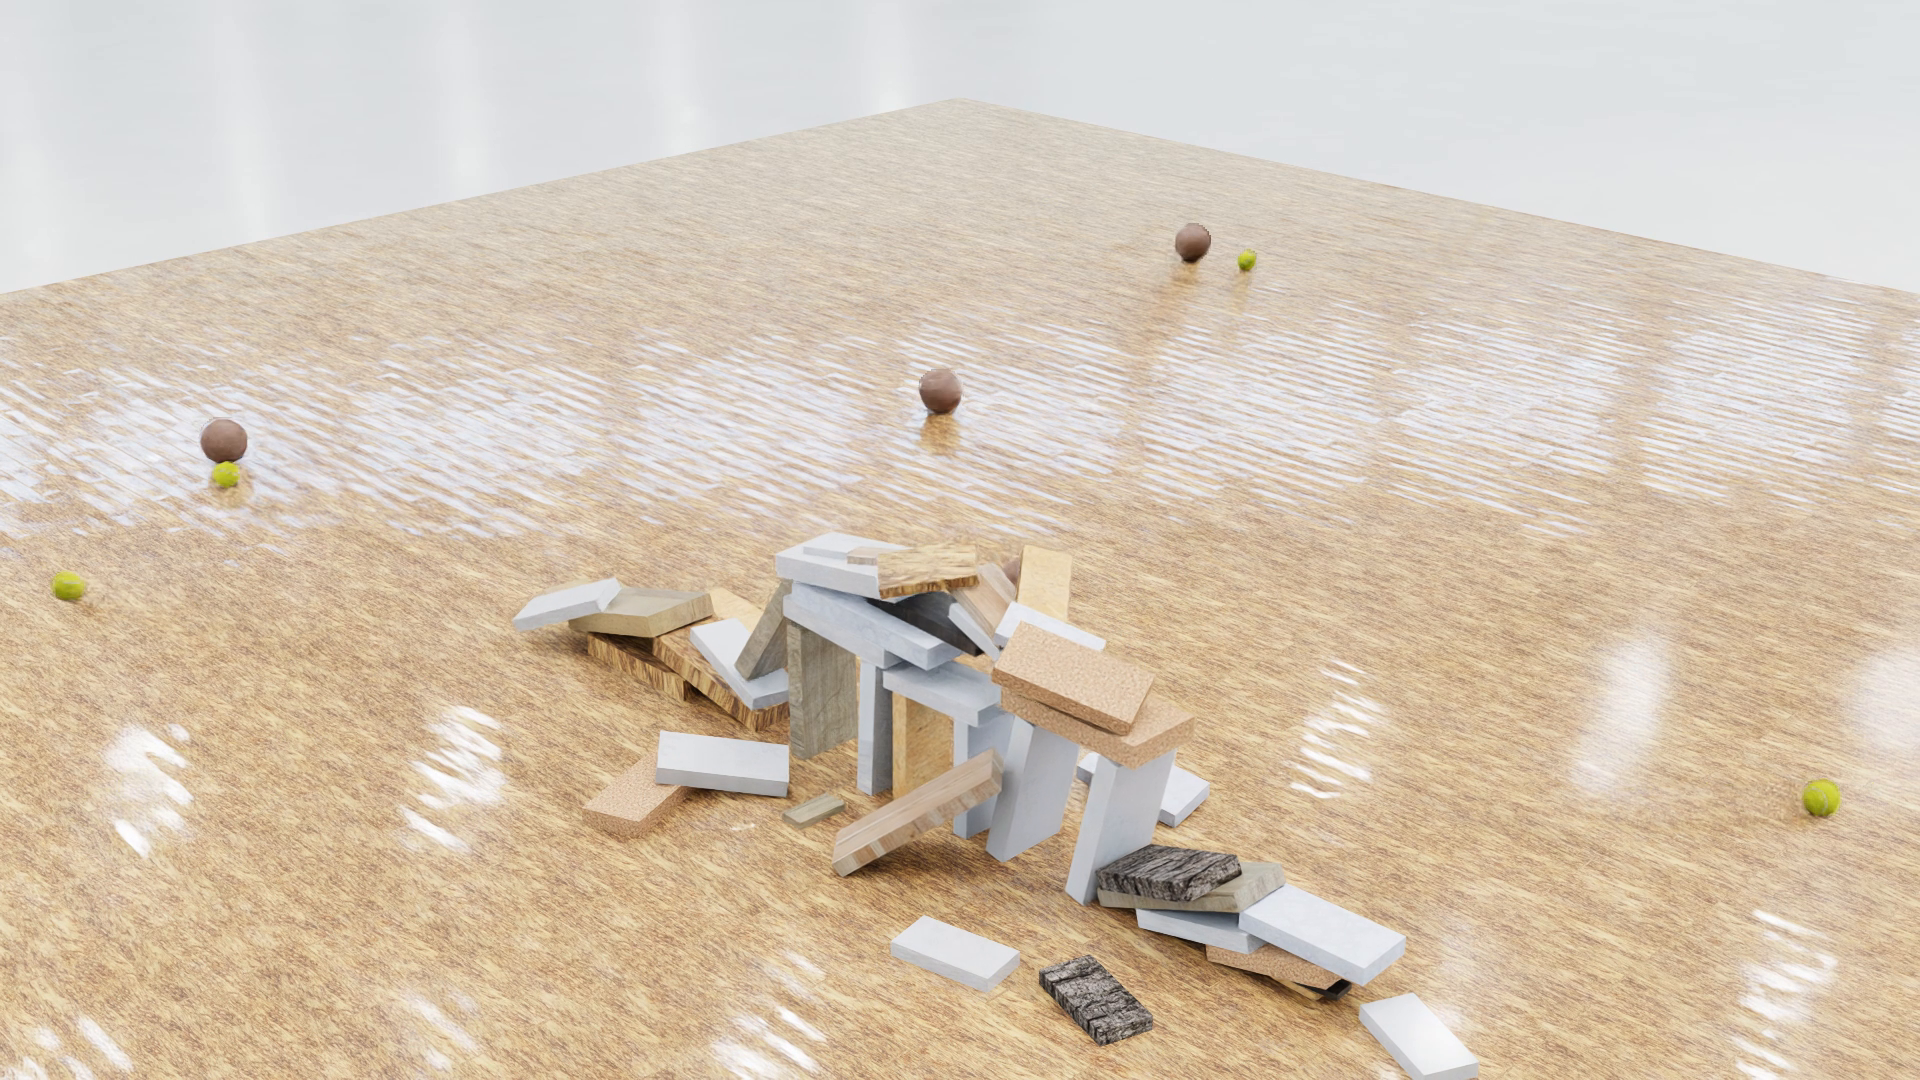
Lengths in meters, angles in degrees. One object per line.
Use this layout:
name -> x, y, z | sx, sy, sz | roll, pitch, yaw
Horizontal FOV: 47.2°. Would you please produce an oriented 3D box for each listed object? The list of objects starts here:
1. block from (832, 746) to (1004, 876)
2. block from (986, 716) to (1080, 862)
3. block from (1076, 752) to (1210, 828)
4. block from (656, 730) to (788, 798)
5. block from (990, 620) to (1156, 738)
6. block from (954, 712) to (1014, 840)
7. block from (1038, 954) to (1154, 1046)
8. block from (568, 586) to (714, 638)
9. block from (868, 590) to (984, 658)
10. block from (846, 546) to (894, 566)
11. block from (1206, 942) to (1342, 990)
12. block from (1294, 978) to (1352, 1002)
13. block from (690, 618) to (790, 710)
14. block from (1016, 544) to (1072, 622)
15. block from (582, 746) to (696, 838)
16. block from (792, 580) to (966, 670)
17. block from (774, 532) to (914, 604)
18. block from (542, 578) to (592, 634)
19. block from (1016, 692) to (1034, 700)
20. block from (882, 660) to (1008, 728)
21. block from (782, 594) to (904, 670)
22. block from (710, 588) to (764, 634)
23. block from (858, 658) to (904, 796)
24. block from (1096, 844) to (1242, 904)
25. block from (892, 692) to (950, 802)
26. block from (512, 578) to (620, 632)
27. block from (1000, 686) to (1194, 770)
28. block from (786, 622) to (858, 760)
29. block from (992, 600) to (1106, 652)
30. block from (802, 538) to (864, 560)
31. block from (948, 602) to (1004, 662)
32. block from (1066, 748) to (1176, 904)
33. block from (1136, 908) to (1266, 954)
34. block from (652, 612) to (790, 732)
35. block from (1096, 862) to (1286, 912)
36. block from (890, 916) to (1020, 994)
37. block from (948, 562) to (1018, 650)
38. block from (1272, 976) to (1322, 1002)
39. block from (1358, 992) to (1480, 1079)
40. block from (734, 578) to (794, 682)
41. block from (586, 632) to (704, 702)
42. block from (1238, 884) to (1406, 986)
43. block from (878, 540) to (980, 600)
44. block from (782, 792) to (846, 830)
block -> -0.082, 0.524, 4.236 | 0.364, 0.035, 0.123 | -30, 18, 14
block -> 0.151, 0.455, 4.259 | 0.047, 0.334, 0.167 | 34, 38, 32
block -> 0.373, 0.491, 4.494 | 0.247, 0.035, 0.123 | 25, 43, 32
block -> -0.490, 0.462, 4.545 | 0.269, 0.038, 0.135 | 7, 28, -9
block -> 0.206, 0.251, 4.005 | 0.268, 0.038, 0.134 | 22, 45, 11
block -> 0.046, 0.453, 4.362 | 0.037, 0.258, 0.129 | 22, 31, 40
block -> 0.236, 0.801, 3.835 | 0.105, 0.030, 0.211 | -12, 26, -25
block -> -0.745, 0.166, 5.101 | 0.176, 0.050, 0.352 | -21, 15, -39
block -> -0.040, 0.147, 4.370 | 0.306, 0.031, 0.110 | 25, 33, 38
block -> -0.163, 0.034, 4.431 | 0.117, 0.017, 0.058 | 4, 20, 26
block -> 0.580, 0.730, 3.915 | 0.259, 0.037, 0.130 | 5, 20, 45
block -> 0.635, 0.778, 3.874 | 0.097, 0.014, 0.049 | 19, 29, 37
block -> -0.479, 0.273, 4.873 | 0.116, 0.033, 0.285 | -13, 38, -33
block -> 0.156, 0.128, 4.219 | 0.097, 0.028, 0.296 | 13, 42, -4
block -> -0.627, 0.505, 4.523 | 0.135, 0.038, 0.336 | 10, 25, 22
block -> -0.146, 0.146, 4.454 | 0.391, 0.048, 0.168 | 24, 33, 38
block -> -0.199, 0.053, 4.486 | 0.337, 0.048, 0.168 | 11, 24, 41
block -> -0.909, 0.160, 5.343 | 0.116, 0.033, 0.232 | -16, 28, -33
block -> 0.170, 0.284, 4.089 | 0.117, 0.017, 0.058 | 14, 27, 29
block -> -0.016, 0.294, 4.359 | 0.258, 0.037, 0.129 | 20, 30, 39
block -> -0.205, 0.166, 4.512 | 0.153, 0.043, 0.306 | -21, 34, -41
block -> -0.552, 0.191, 5.262 | 0.135, 0.038, 0.269 | -17, 28, -35
block -> -0.137, 0.360, 4.518 | 0.043, 0.306, 0.153 | 25, 33, 39
block -> 0.380, 0.609, 4.024 | 0.134, 0.038, 0.268 | -21, 8, -30
block -> -0.078, 0.406, 4.472 | 0.037, 0.258, 0.129 | 21, 31, 39
block -> -0.920, 0.151, 5.144 | 0.232, 0.033, 0.116 | -14, 21, 22
block -> 0.253, 0.320, 4.087 | 0.167, 0.047, 0.334 | -21, 31, -40
block -> -0.291, 0.300, 4.663 | 0.153, 0.306, 0.043 | -21, 31, -40
block -> 0.168, 0.190, 4.115 | 0.194, 0.028, 0.097 | 23, 43, 6
block -> -0.258, 0.018, 4.506 | 0.117, 0.017, 0.059 | 8, 22, 35
block -> 0.086, 0.183, 4.241 | 0.110, 0.031, 0.220 | -16, 41, -34
block -> 0.302, 0.516, 4.116 | 0.167, 0.334, 0.047 | -20, 44, -39
block -> 0.463, 0.688, 4.012 | 0.130, 0.037, 0.259 | -22, 19, -40
block -> -0.506, 0.291, 4.914 | 0.352, 0.050, 0.176 | 33, 38, 32
block -> 0.421, 0.634, 4.041 | 0.134, 0.038, 0.353 | -22, 9, -39
block -> -0.009, 0.745, 3.966 | 0.211, 0.030, 0.105 | 15, 27, 31
block -> 0.070, 0.126, 4.267 | 0.110, 0.031, 0.220 | -11, 39, -29
block -> 0.607, 0.782, 3.900 | 0.049, 0.014, 0.097 | -21, 30, -40
block -> 0.776, 0.847, 3.726 | 0.105, 0.030, 0.211 | -8, 24, -18
block -> -0.353, 0.161, 4.737 | 0.168, 0.337, 0.048 | -20, 62, -44
block -> -0.681, 0.265, 5.072 | 0.352, 0.050, 0.176 | 21, 31, 40
block -> 0.633, 0.687, 3.849 | 0.259, 0.037, 0.130 | 20, 31, 38
block -> -0.063, 0.057, 4.298 | 0.194, 0.028, 0.097 | -8, 46, 5
block -> -0.296, 0.548, 4.447 | 0.117, 0.017, 0.058 | -20, 30, -39
